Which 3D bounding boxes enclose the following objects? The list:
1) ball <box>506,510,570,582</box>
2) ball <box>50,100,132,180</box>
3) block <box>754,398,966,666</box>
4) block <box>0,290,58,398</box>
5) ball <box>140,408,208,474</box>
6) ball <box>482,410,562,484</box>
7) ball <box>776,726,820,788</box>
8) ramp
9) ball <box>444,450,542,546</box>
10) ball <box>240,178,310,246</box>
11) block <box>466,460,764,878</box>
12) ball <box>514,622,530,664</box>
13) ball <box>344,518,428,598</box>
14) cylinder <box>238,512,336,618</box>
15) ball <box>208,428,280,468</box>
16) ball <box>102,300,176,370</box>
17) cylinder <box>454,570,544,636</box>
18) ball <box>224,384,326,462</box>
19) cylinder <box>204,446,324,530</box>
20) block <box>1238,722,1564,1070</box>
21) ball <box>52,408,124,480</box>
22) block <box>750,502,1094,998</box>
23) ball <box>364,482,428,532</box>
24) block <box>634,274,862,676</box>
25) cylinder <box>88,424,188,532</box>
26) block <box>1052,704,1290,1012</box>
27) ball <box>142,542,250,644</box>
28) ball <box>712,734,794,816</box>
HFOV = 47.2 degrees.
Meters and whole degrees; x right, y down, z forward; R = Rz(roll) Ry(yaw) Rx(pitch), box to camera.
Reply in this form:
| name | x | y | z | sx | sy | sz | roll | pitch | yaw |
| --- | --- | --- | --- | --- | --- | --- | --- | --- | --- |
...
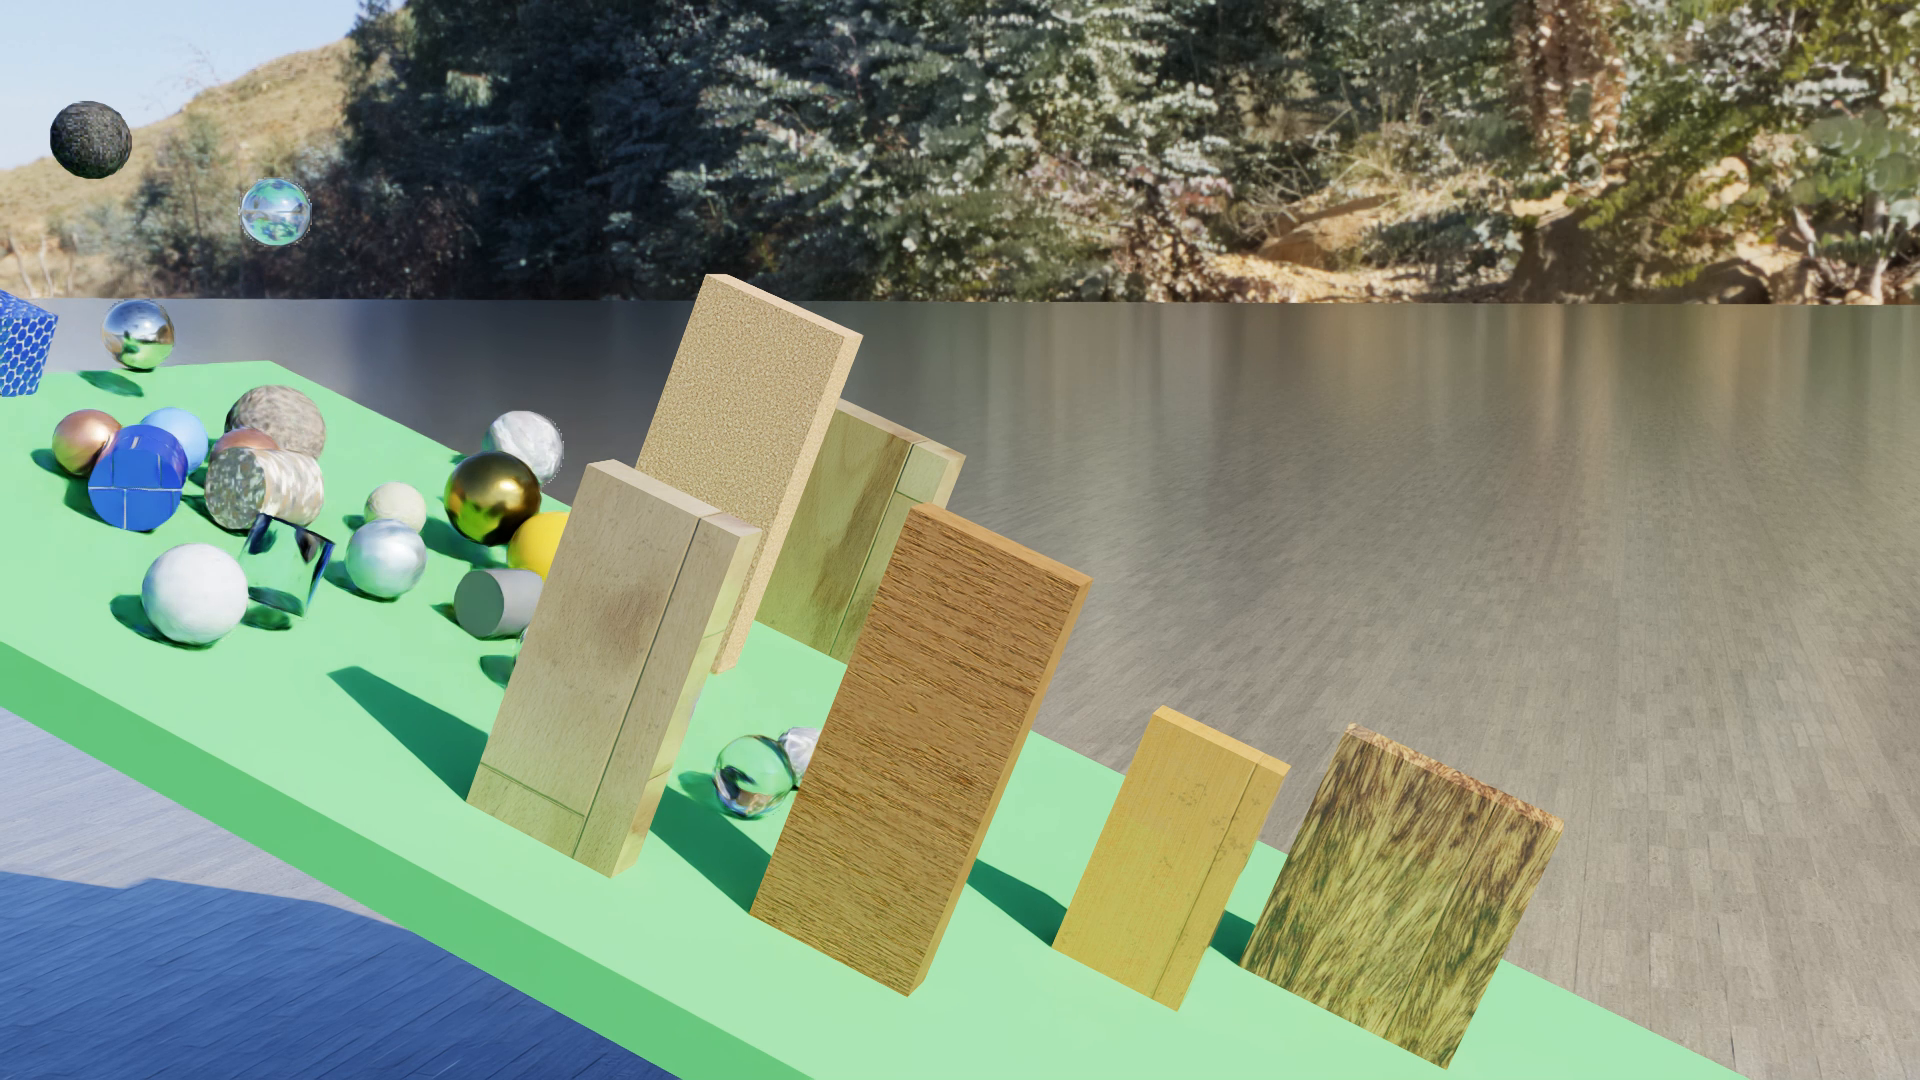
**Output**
| name | x | y | z | sx | sy | sz | roll | pitch | yaw |
| --- | --- | --- | --- | --- | --- | --- | --- | --- | --- |
| ball | -0.850 | 0.038 | 4.610 | 0.199 | 0.199 | 0.199 | 0 | 7 | 0 |
| ball | -1.691 | -0.778 | 4.277 | 0.150 | 0.150 | 0.150 | 0 | 7 | 0 |
| block | -0.296 | -0.035 | 5.066 | 0.439 | 0.533 | 0.132 | 25 | 13 | 13 |
| block | -2.021 | -0.411 | 4.553 | 0.178 | 0.178 | 0.178 | 24 | 13 | 10 |
| ball | -1.590 | -0.196 | 4.435 | 0.143 | 0.143 | 0.143 | 0 | 7 | 0 |
| ball | -1.061 | -0.218 | 5.322 | 0.191 | 0.191 | 0.191 | 0 | 7 | 0 |
| ball | -0.298 | 0.412 | 4.177 | 0.118 | 0.118 | 0.118 | 0 | 7 | 0 |
| ramp | -0.300 | 0.529 | 4.191 | 4.000 | 0.100 | 2.000 | 25 | 13 | 13 |
| ball | -0.996 | -0.088 | 4.686 | 0.205 | 0.205 | 0.205 | 0 | 7 | 0 |
| ball | -1.412 | -0.676 | 4.539 | 0.137 | 0.137 | 0.137 | 0 | 7 | 0 |
| block | -0.555 | 0.205 | 3.507 | 0.277 | 0.601 | 0.093 | 25 | 13 | 13 |
| ball | -0.744 | 0.215 | 4.111 | 0.176 | 0.176 | 0.176 | 0 | 7 | 0 |
| ball | -1.116 | 0.035 | 4.278 | 0.155 | 0.155 | 0.155 | 0 | 7 | 0 |
| cylinder | -1.216 | 0.046 | 3.938 | 0.147 | 0.147 | 0.147 | 20 | -9 | 4 |
| ball | -1.463 | -0.157 | 4.509 | 0.148 | 0.148 | 0.148 | 0 | 7 | 0 |
| ball | -1.892 | -0.473 | 5.063 | 0.159 | 0.159 | 0.159 | 0 | 7 | 0 |
| cylinder | -0.901 | 0.123 | 4.328 | 0.130 | 0.130 | 0.130 | 4 | 2 | 31 |
| ball | -1.455 | -0.227 | 4.671 | 0.207 | 0.207 | 0.207 | 0 | 7 | 0 |
| cylinder | -1.379 | -0.100 | 4.362 | 0.162 | 0.162 | 0.162 | 3 | 0 | 27 |
| block | 0.823 | 0.665 | 4.128 | 0.427 | 0.504 | 0.100 | 25 | 13 | 13 |
| ball | -1.689 | -0.186 | 4.270 | 0.138 | 0.138 | 0.138 | 0 | 7 | 0 |
| block | -0.067 | 0.334 | 3.498 | 0.294 | 0.729 | 0.088 | 25 | 13 | 13 |
| ball | -1.183 | -0.058 | 4.609 | 0.129 | 0.129 | 0.129 | 0 | 7 | 0 |
| block | -0.501 | -0.137 | 4.612 | 0.328 | 0.768 | 0.109 | 25 | 13 | 13 |
| cylinder | -1.555 | -0.119 | 4.167 | 0.163 | 0.163 | 0.163 | -2 | 19 | -14 |
| block | 0.370 | 0.561 | 3.879 | 0.248 | 0.471 | 0.084 | 25 | 13 | 13 |
| ball | -1.294 | 0.090 | 3.721 | 0.173 | 0.173 | 0.173 | 0 | 7 | 0 |
| ball | -0.372 | 0.423 | 3.950 | 0.147 | 0.147 | 0.147 | 0 | 7 | 0 |
